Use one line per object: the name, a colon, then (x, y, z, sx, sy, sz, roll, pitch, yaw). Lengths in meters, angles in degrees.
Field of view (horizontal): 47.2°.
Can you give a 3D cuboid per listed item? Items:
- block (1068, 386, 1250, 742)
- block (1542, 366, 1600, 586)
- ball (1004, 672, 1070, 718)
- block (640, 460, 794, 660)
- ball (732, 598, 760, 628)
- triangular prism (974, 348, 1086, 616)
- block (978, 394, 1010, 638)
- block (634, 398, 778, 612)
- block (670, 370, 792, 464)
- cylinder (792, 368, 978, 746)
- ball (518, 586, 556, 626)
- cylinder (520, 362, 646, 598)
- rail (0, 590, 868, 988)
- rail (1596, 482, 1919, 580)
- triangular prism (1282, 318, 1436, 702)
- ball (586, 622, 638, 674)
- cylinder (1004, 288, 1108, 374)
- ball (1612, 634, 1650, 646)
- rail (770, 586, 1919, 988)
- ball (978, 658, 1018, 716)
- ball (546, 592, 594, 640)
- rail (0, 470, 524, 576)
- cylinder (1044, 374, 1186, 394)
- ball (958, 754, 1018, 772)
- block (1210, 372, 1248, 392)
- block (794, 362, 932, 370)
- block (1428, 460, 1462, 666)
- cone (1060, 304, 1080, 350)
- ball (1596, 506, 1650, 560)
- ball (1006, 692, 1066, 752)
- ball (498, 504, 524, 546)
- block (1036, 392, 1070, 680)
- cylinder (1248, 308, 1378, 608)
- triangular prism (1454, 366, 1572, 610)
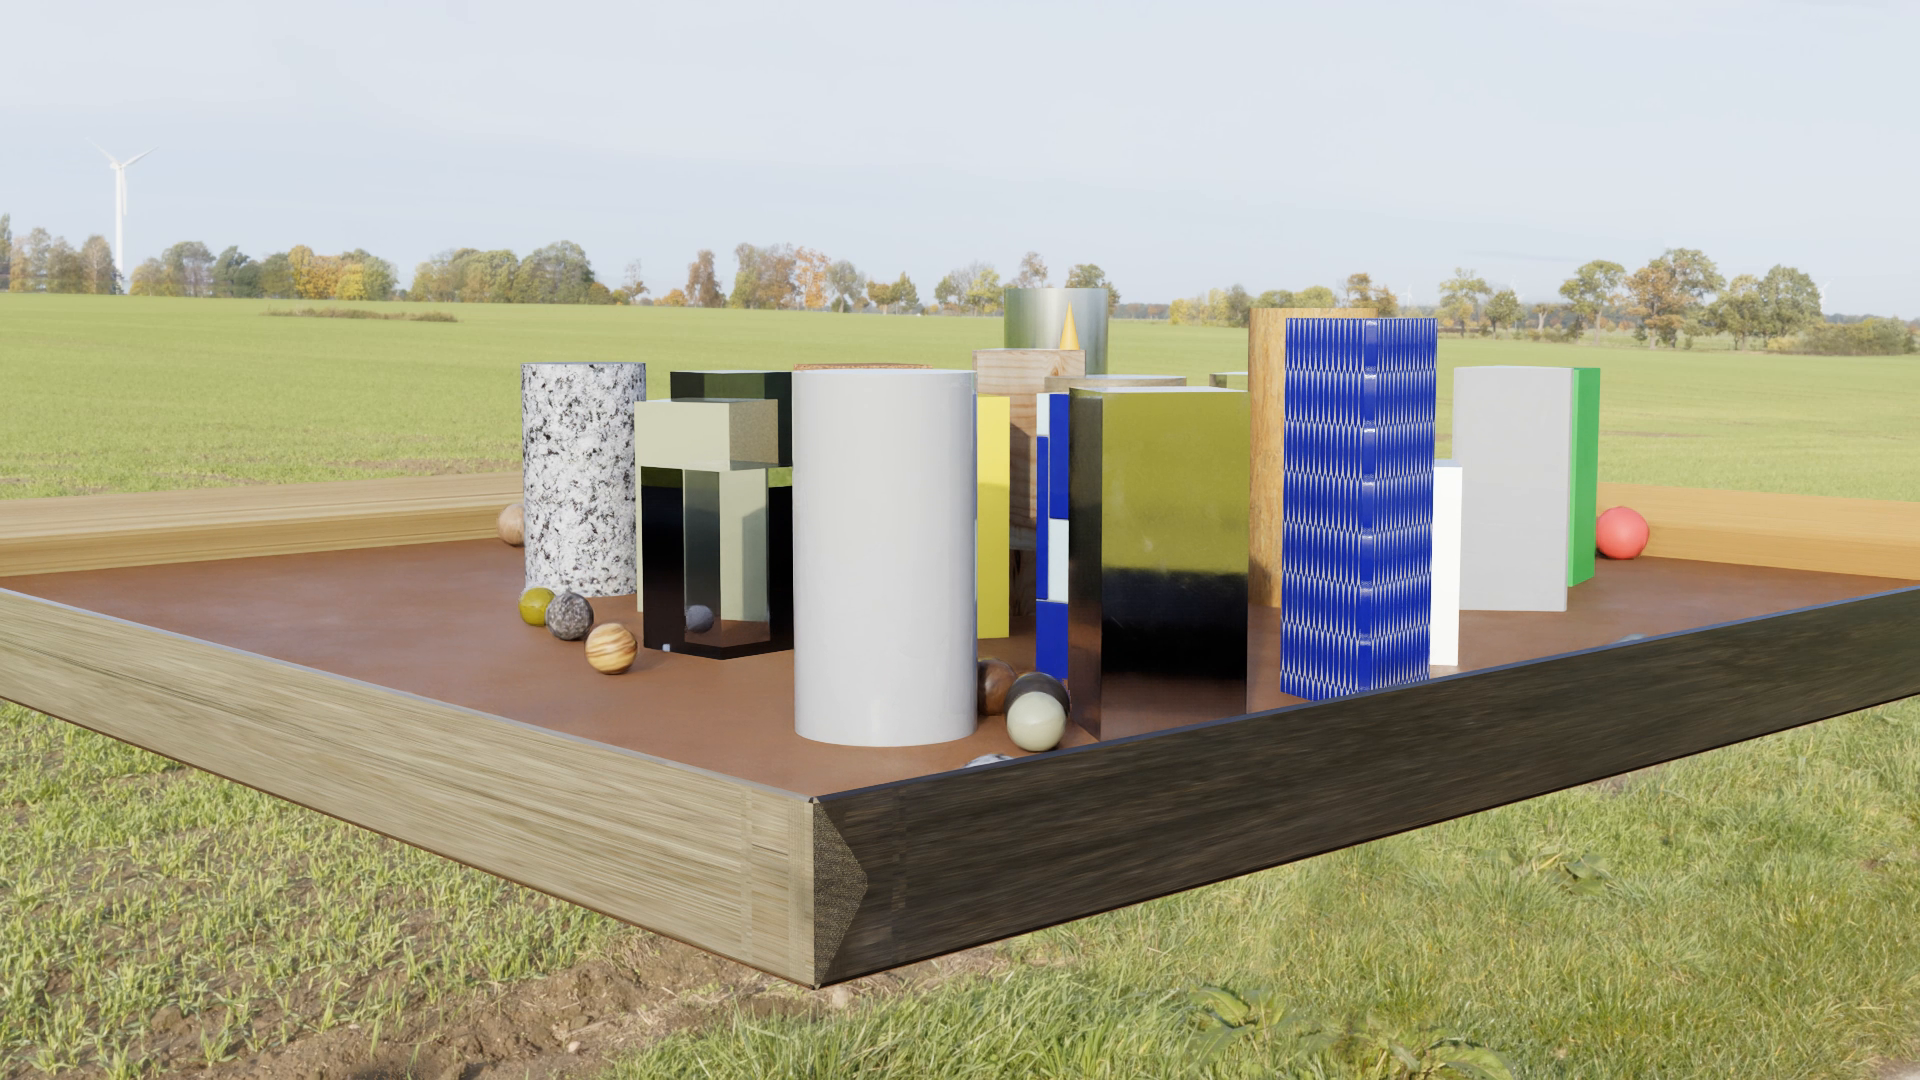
block: (0.208, 0.020, 2.339, 0.156, 0.361, 0.156, -1, 6, -10)
block: (0.957, -0.109, 3.636, 0.156, 0.349, 0.156, 3, 7, 28)
ball: (0.080, 0.172, 2.294, 0.069, 0.069, 0.069, 0, 6, 0)
block: (-0.308, 0.022, 2.899, 0.156, 0.241, 0.156, 5, 8, 42)
ball: (-0.301, 0.102, 3.091, 0.041, 0.041, 0.041, 0, 6, 0)
triangular prism: (0.084, -0.090, 3.266, 0.169, 0.386, 0.146, -2, 6, -14)
block: (-0.030, -0.036, 3.035, 0.156, 0.327, 0.156, -2, 6, -16)
block: (-0.376, -0.053, 3.280, 0.156, 0.310, 0.156, 2, 6, 22)
block: (-0.396, -0.126, 3.851, 0.156, 0.337, 0.156, -5, 8, -41)
cylinder: (-0.079, 0.012, 2.325, 0.195, 0.380, 0.195, 0, 6, 0)
ball: (-0.593, 0.094, 3.097, 0.057, 0.057, 0.057, 0, 6, 0)
cylinder: (-0.595, -0.100, 3.493, 0.195, 0.360, 0.195, 0, 6, 0)
rail: (-0.985, 0.128, 2.428, 0.045, 0.127, 2.674, -5, 8, -42)
rail: (0.985, -0.062, 4.236, 0.045, 0.127, 2.674, -5, 8, -42)
triangular prism: (0.436, -0.035, 2.512, 0.146, 0.435, 0.169, 4, 7, 36)
ball: (-0.427, 0.133, 2.692, 0.063, 0.063, 0.063, 0, 6, 0)
cylinder: (0.180, -0.229, 4.128, 0.195, 0.483, 0.195, 0, 6, 0)
ball: (0.782, 0.145, 2.540, 0.072, 0.072, 0.072, 0, 6, 0)
rail: (0.891, 0.134, 2.372, 2.727, 0.127, 0.045, -5, 8, -42)
ball: (0.034, 0.161, 2.423, 0.063, 0.063, 0.063, 0, 6, 0)
ball: (-0.526, 0.104, 2.966, 0.064, 0.064, 0.064, 0, 6, 0)
rail: (-0.891, -0.068, 4.292, 2.727, 0.127, 0.045, -5, 8, -42)
cylinder: (0.213, -0.049, 3.035, 0.195, 0.353, 0.195, 0, 6, 0)
ball: (0.030, 0.217, 1.801, 0.082, 0.082, 0.082, 0, 6, 0)
block: (0.527, -0.120, 3.796, 0.156, 0.335, 0.156, 3, 7, 24)
block: (-0.147, -0.084, 3.326, 0.156, 0.362, 0.156, -3, 7, -29)
block: (0.562, 0.024, 2.840, 0.156, 0.249, 0.156, 1, 6, 10)
cone: (0.177, -0.159, 3.569, 0.195, 0.460, 0.195, 0, 6, 0)
ball: (1.181, -0.012, 3.927, 0.095, 0.095, 0.095, 0, 6, 0)
ball: (0.077, 0.184, 2.220, 0.061, 0.061, 0.061, 0, 6, 0)
ball: (-0.831, -0.029, 4.150, 0.081, 0.081, 0.081, 0, 6, 0)
block: (0.203, -0.007, 2.681, 0.156, 0.344, 0.156, 5, 8, 40)
cylinder: (0.536, -0.129, 3.354, 0.195, 0.446, 0.195, 0, 6, 0)
triangular prism: (0.823, -0.082, 3.323, 0.169, 0.359, 0.146, 1, 6, 7)
